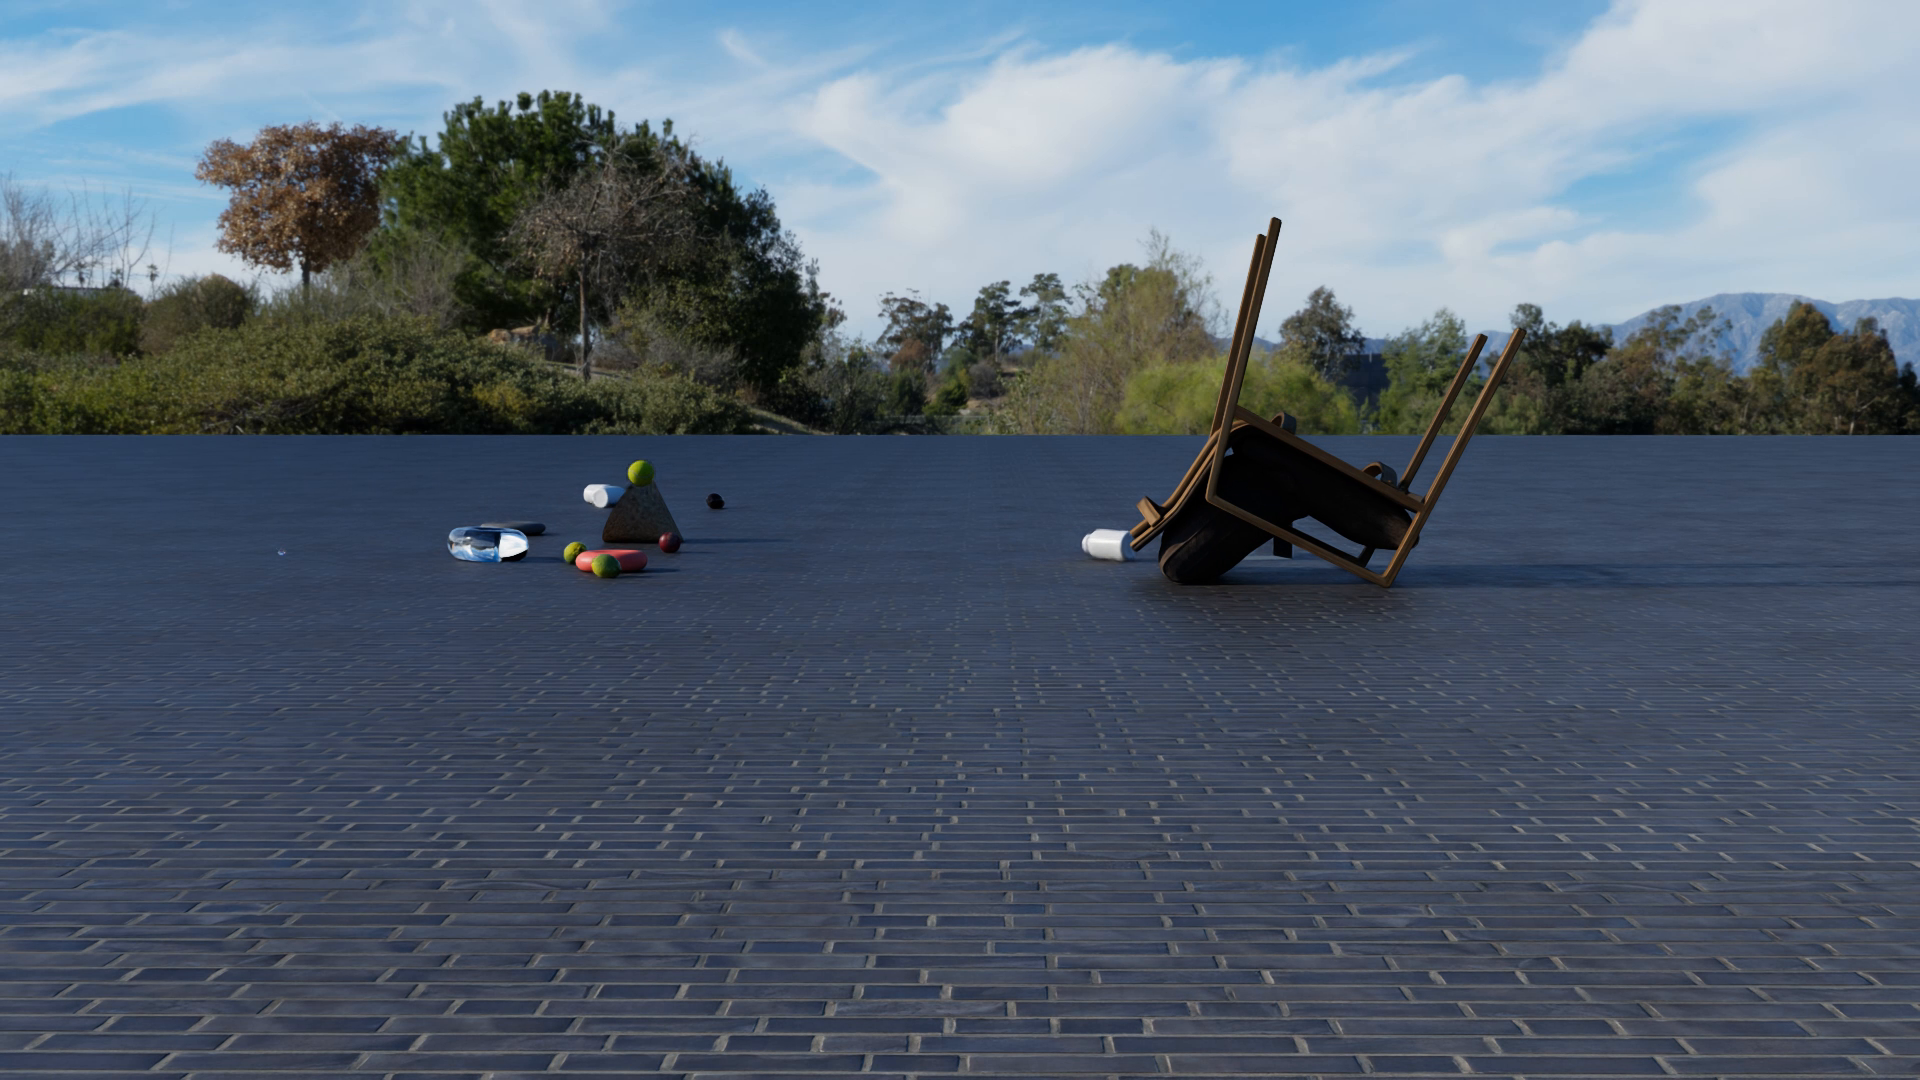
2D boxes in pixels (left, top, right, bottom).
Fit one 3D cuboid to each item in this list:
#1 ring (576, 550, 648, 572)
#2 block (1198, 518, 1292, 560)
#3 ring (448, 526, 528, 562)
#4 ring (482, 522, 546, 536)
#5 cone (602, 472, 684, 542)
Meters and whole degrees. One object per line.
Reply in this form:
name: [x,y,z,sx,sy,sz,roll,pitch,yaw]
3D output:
ring: [-0.861,0.052,5.437,0.175,0.050,0.178,1,3,25]
block: [0.761,-0.002,5.879,0.190,0.095,0.188,-1,4,-17]
ring: [-1.241,0.012,5.777,0.266,0.083,0.161,4,4,38]
ring: [-1.381,-0.036,6.785,0.204,0.039,0.158,0,3,3]
cone: [-0.894,-0.045,6.461,0.205,0.246,0.211,31,-25,8]
